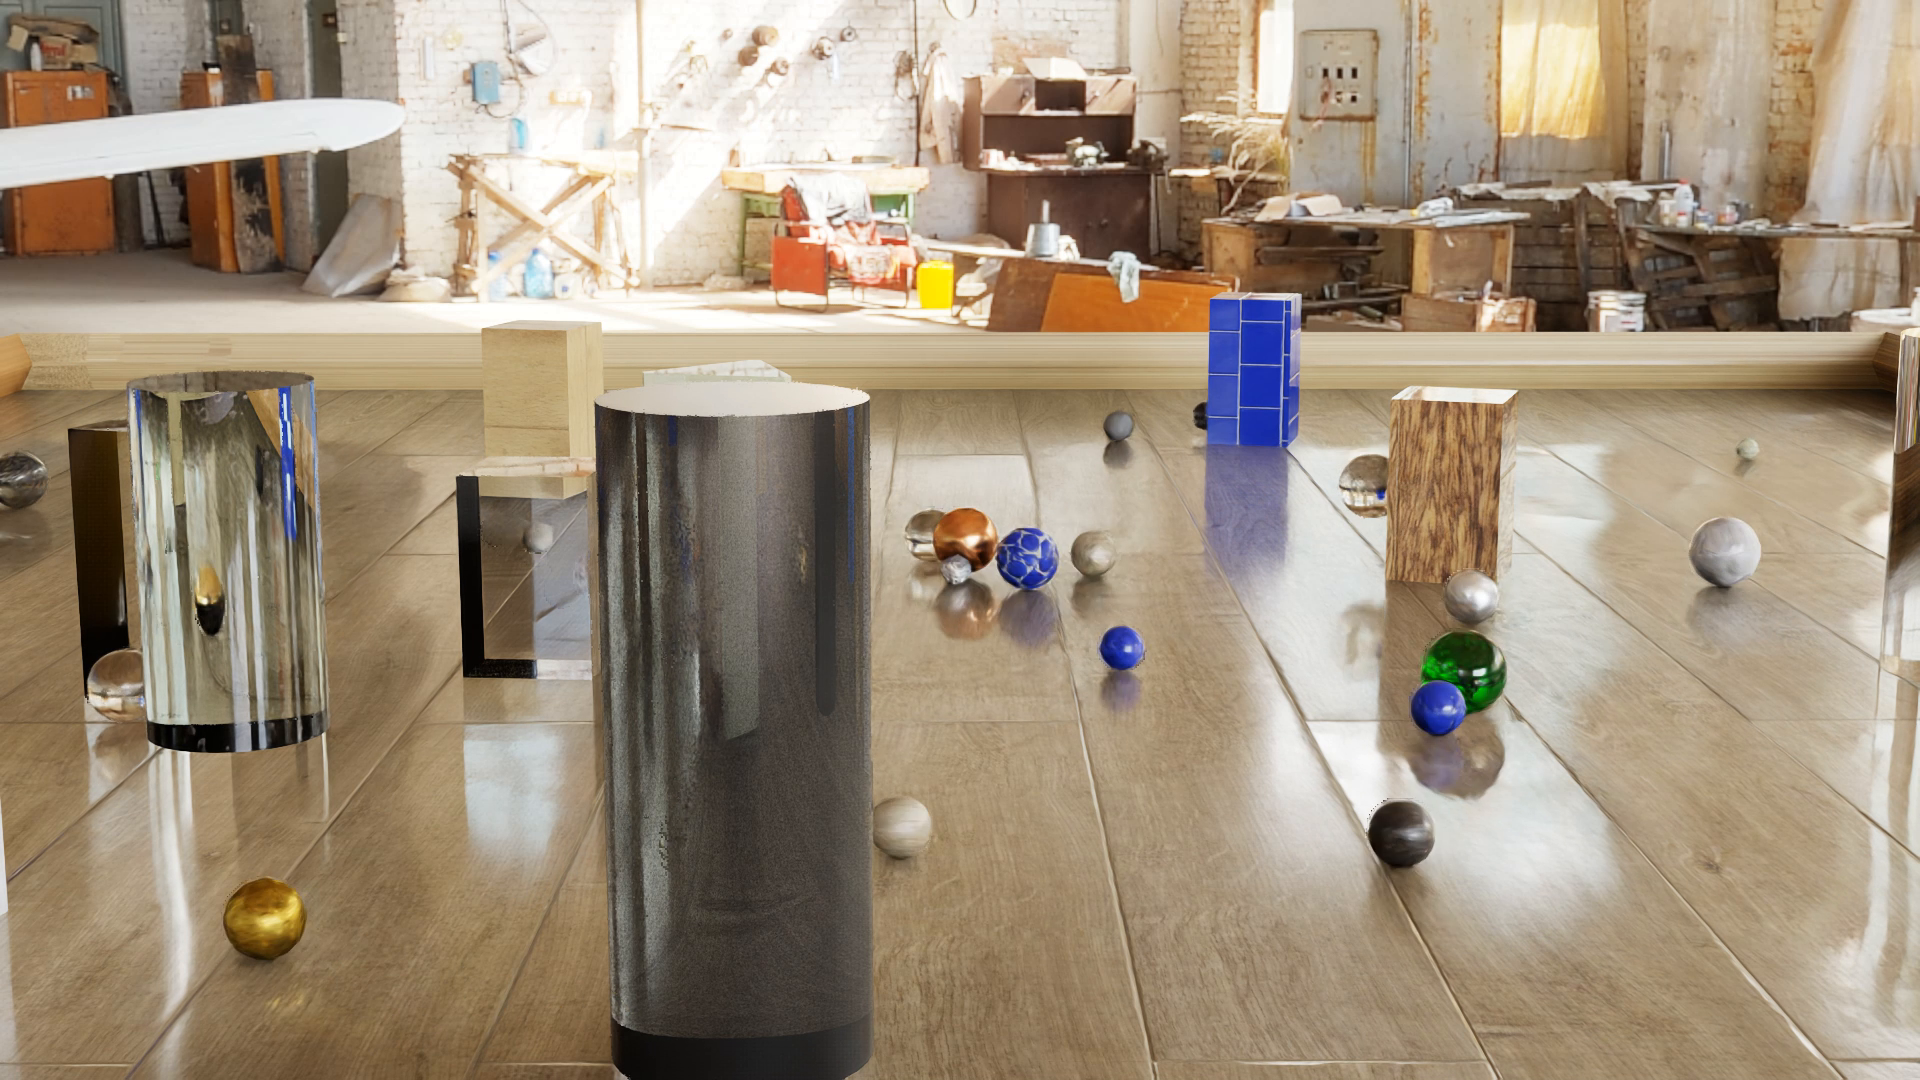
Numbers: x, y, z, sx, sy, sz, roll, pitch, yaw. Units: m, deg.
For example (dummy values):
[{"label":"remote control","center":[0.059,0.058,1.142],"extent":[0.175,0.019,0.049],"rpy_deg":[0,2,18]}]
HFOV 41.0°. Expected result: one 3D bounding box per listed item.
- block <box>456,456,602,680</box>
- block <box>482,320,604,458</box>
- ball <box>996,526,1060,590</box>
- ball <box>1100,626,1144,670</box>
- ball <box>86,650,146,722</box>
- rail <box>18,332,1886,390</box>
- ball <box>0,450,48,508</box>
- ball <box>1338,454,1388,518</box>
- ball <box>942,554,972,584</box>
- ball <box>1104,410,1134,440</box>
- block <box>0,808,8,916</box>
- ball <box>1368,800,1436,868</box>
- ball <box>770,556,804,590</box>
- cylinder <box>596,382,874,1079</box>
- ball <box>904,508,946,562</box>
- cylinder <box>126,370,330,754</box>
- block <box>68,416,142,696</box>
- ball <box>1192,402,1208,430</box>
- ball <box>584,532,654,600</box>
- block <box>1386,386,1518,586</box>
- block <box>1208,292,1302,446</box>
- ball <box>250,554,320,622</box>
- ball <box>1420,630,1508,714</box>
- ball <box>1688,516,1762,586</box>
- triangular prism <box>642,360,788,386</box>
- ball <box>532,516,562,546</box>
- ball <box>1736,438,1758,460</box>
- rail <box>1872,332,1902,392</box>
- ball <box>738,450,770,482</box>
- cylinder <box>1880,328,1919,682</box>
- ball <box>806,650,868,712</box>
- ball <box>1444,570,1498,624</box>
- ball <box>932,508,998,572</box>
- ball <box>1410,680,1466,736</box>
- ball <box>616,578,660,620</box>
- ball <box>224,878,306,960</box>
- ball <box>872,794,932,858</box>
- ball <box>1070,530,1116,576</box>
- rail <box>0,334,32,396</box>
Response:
[{"label":"block","center":[-0.514,0.032,3.137],"extent":[0.157,0.246,0.157],"rpy_deg":[1,11,4]},{"label":"block","center":[-0.725,-0.235,4.478],"extent":[0.157,0.282,0.157],"rpy_deg":[3,11,14]},{"label":"ball","center":[0.095,0.025,3.602],"extent":[0.089,0.089,0.089],"rpy_deg":[0,10,0]},{"label":"ball","center":[0.197,0.131,3.125],"extent":[0.054,0.054,0.054],"rpy_deg":[0,10,0]},{"label":"ball","center":[-0.936,0.163,2.877],"extent":[0.082,0.082,0.082],"rpy_deg":[0,10,0]},{"label":"rail","center":[-0.014,-0.402,5.796],"extent":[4.234,0.128,0.045],"rpy_deg":[0,10,0]},{"label":"ball","center":[-1.566,-0.101,4.264],"extent":[0.095,0.095,0.095],"rpy_deg":[0,10,0]},{"label":"ball","center":[0.609,-0.080,3.796],"extent":[0.097,0.097,0.097],"rpy_deg":[0,10,0]},{"label":"ball","center":[-0.005,0.042,3.639],"extent":[0.042,0.042,0.042],"rpy_deg":[0,10,0]},{"label":"ball","center":[0.311,-0.224,5.027],"extent":[0.060,0.060,0.060],"rpy_deg":[0,10,0]},{"label":"block","center":[-0.917,0.172,2.139],"extent":[0.157,0.333,0.157],"rpy_deg":[1,11,6]},{"label":"ball","center":[0.406,0.269,2.358],"extent":[0.062,0.062,0.062],"rpy_deg":[0,10,0]},{"label":"ball","center":[-0.244,0.046,3.603],"extent":[0.047,0.047,0.047],"rpy_deg":[0,10,0]},{"label":"cylinder","center":[-0.163,0.140,1.880],"extent":[0.197,0.491,0.197],"rpy_deg":[0,10,0]},{"label":"ball","center":[-0.043,-0.007,3.803],"extent":[0.079,0.079,0.079],"rpy_deg":[0,10,0]},{"label":"cylinder","center":[-0.799,0.019,2.811],"extent":[0.197,0.389,0.197],"rpy_deg":[0,10,0]},{"label":"block","center":[-0.924,0.018,3.019],"extent":[0.157,0.315,0.157],"rpy_deg":[3,11,17]},{"label":"ball","center":[0.497,-0.250,5.174],"extent":[0.058,0.058,0.058],"rpy_deg":[0,10,0]},{"label":"ball","center":[-0.469,0.037,3.527],"extent":[0.094,0.094,0.094],"rpy_deg":[0,10,0]},{"label":"block","center":[0.710,-0.080,3.700],"extent":[0.157,0.261,0.157],"rpy_deg":[4,11,19]},{"label":"block","center":[0.577,-0.336,5.023],"extent":[0.157,0.282,0.157],"rpy_deg":[3,11,14]},{"label":"ball","center":[-0.893,0.064,3.391],"extent":[0.090,0.090,0.090],"rpy_deg":[0,10,0]},{"label":"ball","center":[0.572,0.149,2.911],"extent":[0.096,0.096,0.096],"rpy_deg":[0,10,0]},{"label":"ball","center":[1.081,0.016,3.627],"extent":[0.098,0.098,0.098],"rpy_deg":[0,10,0]},{"label":"triangular prism","center":[-0.253,-0.004,2.938],"extent":[0.170,0.389,0.147],"rpy_deg":[2,11,13]},{"label":"ball","center":[-0.633,-0.014,3.929],"extent":[0.047,0.047,0.047],"rpy_deg":[0,10,0]},{"label":"ball","center":[1.468,-0.169,4.785],"extent":[0.041,0.041,0.041],"rpy_deg":[0,10,0]},{"label":"rail","center":[2.093,0.031,3.461],"extent":[0.045,0.128,4.822],"rpy_deg":[0,10,0]},{"label":"ball","center":[-0.364,-0.129,4.523],"extent":[0.057,0.057,0.057],"rpy_deg":[0,10,0]},{"label":"cylinder","center":[1.223,-0.042,3.086],"extent":[0.197,0.410,0.197],"rpy_deg":[0,10,0]},{"label":"ball","center":[-0.139,0.161,2.919],"extent":[0.072,0.072,0.072],"rpy_deg":[0,10,0]},{"label":"ball","center":[0.673,0.076,3.379],"extent":[0.071,0.071,0.071],"rpy_deg":[0,10,0]},{"label":"ball","center":[0.008,0.001,3.692],"extent":[0.095,0.095,0.095],"rpy_deg":[0,10,0]},{"label":"ball","center":[0.526,0.184,2.821],"extent":[0.061,0.061,0.061],"rpy_deg":[0,10,0]},{"label":"ball","center":[-0.428,0.078,3.404],"extent":[0.056,0.056,0.056],"rpy_deg":[0,10,0]},{"label":"ball","center":[-0.573,0.312,2.114],"extent":[0.066,0.066,0.066],"rpy_deg":[0,10,0]},{"label":"ball","center":[-0.056,0.266,2.387],"extent":[0.058,0.058,0.058],"rpy_deg":[0,10,0]},{"label":"ball","center":[0.192,0.019,3.695],"extent":[0.067,0.067,0.067],"rpy_deg":[0,10,0]},{"label":"rail","center":[-2.093,0.035,3.437],"extent":[0.045,0.128,4.822],"rpy_deg":[0,10,0]}]
